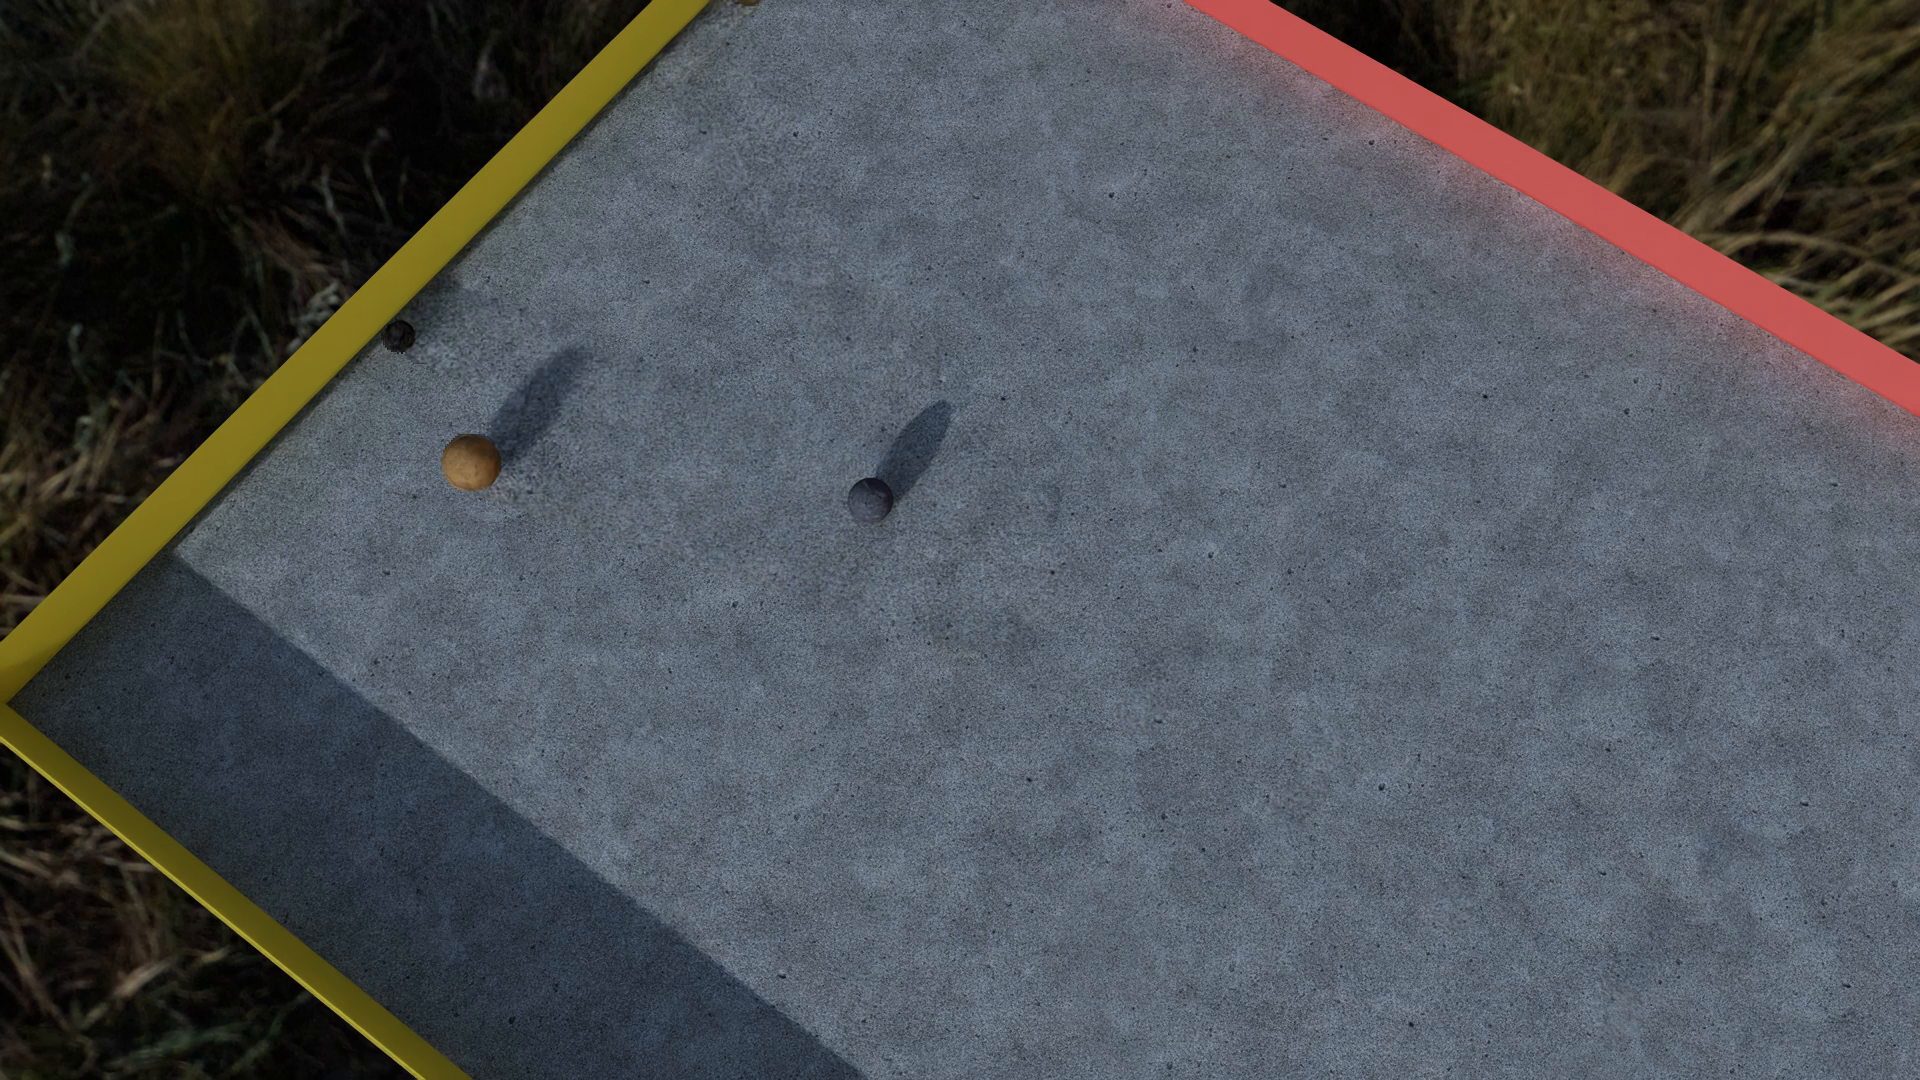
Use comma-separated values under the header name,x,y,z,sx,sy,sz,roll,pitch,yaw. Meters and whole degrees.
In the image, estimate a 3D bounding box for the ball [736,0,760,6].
name,x,y,z,sx,sy,sz,roll,pitch,yaw
ball,-0.396,-1.032,4.110,0.067,0.067,0.067,0,64,0

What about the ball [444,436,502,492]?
name,x,y,z,sx,sy,sz,roll,pitch,yaw
ball,-0.810,-0.128,3.652,0.093,0.093,0.093,0,64,0

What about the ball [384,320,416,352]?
name,x,y,z,sx,sy,sz,roll,pitch,yaw
ball,-0.964,-0.351,3.784,0.053,0.053,0.053,0,64,0

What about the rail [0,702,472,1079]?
name,x,y,z,sx,sy,sz,roll,pitch,yaw
rail,0.176,1.394,2.889,4.290,0.121,0.045,34,68,15

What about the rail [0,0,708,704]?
name,x,y,z,sx,sy,sz,roll,pitch,yaw
rail,-0.843,-0.571,3.853,0.045,0.121,2.352,34,68,15

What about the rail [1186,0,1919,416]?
name,x,y,z,sx,sy,sz,roll,pitch,yaw
rail,1.548,-0.269,3.705,4.290,0.121,0.045,34,68,15

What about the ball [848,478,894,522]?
name,x,y,z,sx,sy,sz,roll,pitch,yaw
ball,-0.147,-0.066,3.632,0.075,0.075,0.075,0,64,0
